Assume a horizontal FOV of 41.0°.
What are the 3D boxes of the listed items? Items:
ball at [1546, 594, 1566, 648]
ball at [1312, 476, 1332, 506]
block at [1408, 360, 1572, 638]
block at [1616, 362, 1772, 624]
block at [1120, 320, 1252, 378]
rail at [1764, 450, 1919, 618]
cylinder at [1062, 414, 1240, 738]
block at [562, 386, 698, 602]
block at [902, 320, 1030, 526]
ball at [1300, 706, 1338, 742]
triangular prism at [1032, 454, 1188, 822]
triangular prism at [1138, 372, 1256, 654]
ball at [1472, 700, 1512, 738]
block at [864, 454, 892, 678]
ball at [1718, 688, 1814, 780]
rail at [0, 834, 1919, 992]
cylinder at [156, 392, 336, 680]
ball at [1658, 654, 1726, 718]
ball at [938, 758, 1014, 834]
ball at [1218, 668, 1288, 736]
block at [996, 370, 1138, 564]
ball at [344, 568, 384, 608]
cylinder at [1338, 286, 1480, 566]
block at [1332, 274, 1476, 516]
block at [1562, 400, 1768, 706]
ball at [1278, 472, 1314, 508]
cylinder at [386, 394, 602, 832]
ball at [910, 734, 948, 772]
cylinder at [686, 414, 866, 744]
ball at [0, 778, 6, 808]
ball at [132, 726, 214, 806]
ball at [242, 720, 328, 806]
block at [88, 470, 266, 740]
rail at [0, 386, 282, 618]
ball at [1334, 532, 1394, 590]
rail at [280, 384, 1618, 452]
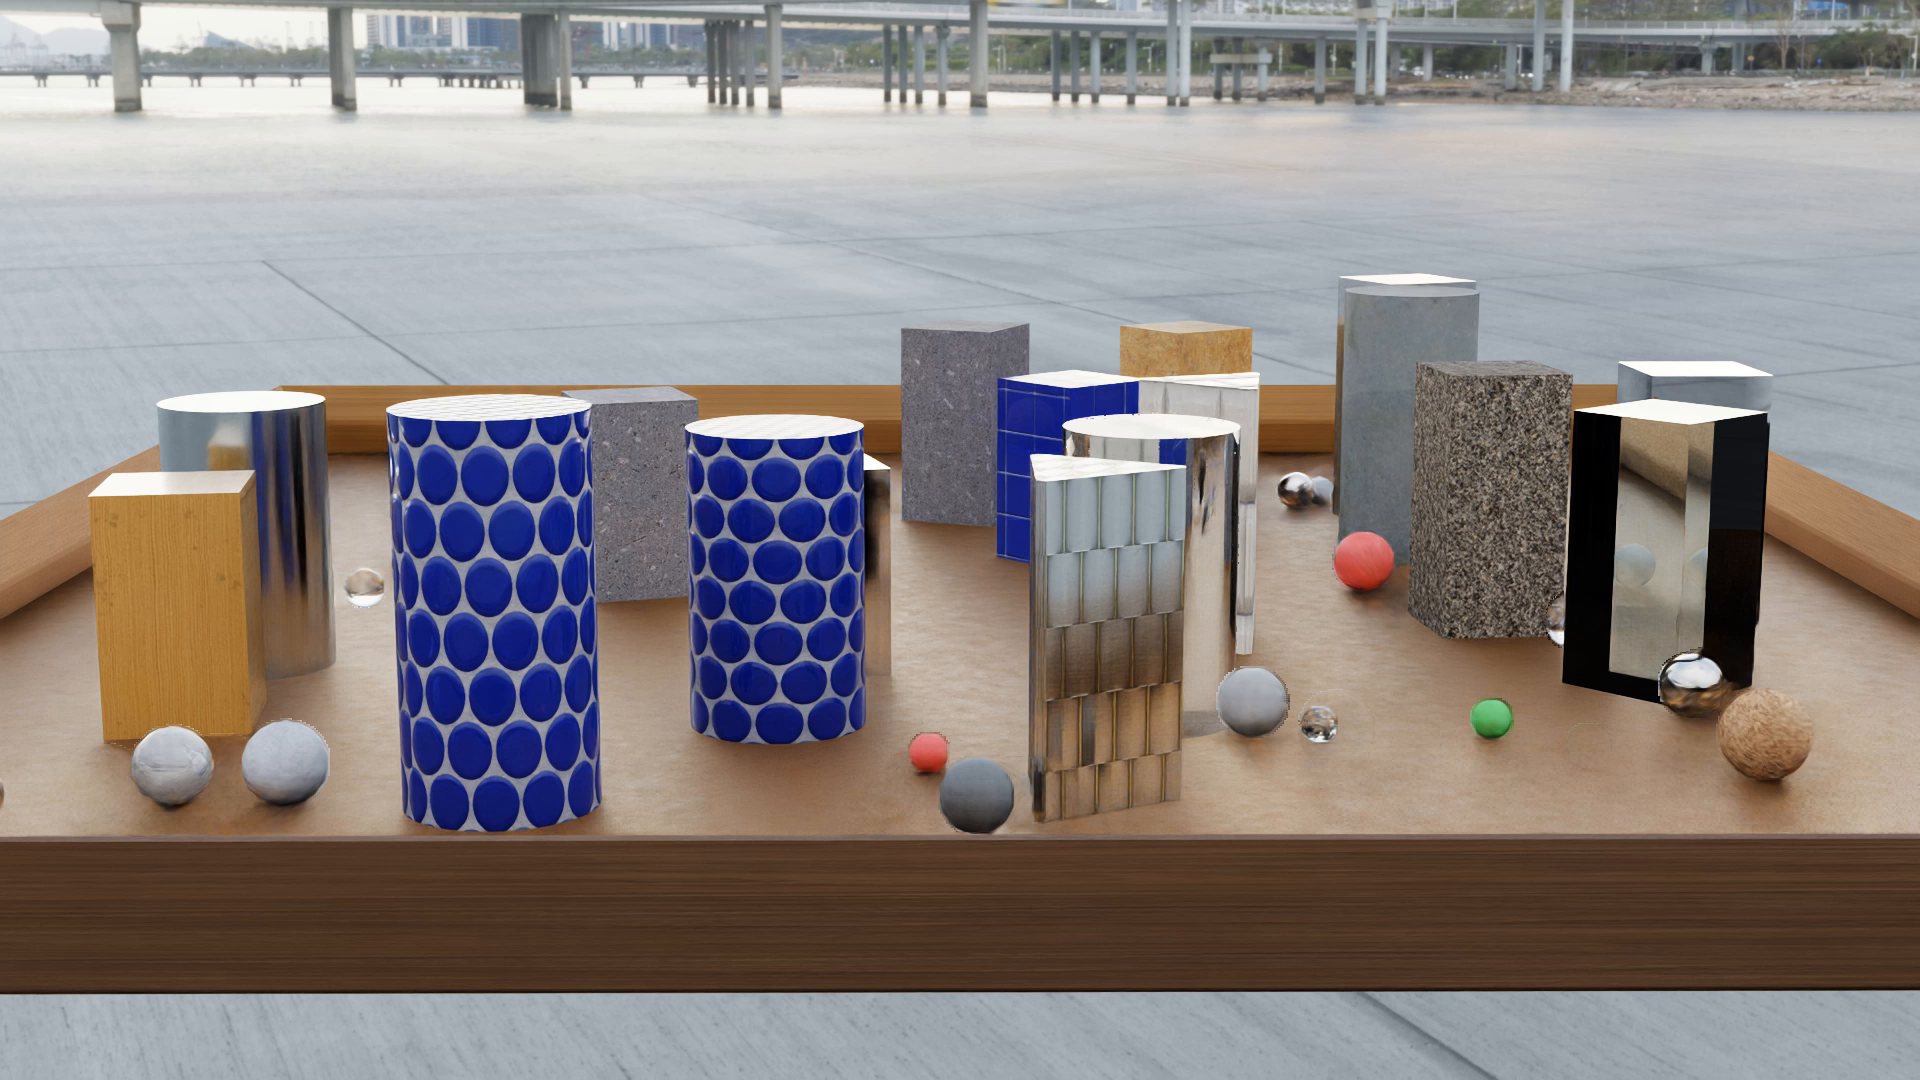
[{"bbox_3d":[0.774,0.102,3.235,0.071,0.071,0.071,0,11,0],"label":"ball"},{"bbox_3d":[0.602,-0.082,4.287,0.048,0.048,0.048,0,11,0],"label":"ball"},{"bbox_3d":[0.690,-0.056,3.351,0.157,0.339,0.157,-1,11,-7],"label":"block"},{"bbox_3d":[0.972,-0.065,3.426,0.157,0.330,0.157,0,11,-2],"label":"block"},{"bbox_3d":[0.379,-0.214,4.333,0.157,0.293,0.157,-7,13,-34],"label":"block"},{"bbox_3d":[1.255,0.032,3.456,0.045,0.128,2.890,0,11,0],"label":"rail"},{"bbox_3d":[0.212,0.037,2.868,0.196,0.332,0.196,0,11,0],"label":"cylinder"},{"bbox_3d":[-0.460,-0.066,3.588,0.157,0.274,0.157,-4,11,-20],"label":"block"},{"bbox_3d":[0.009,-0.193,4.168,0.157,0.311,0.157,5,11,24],"label":"block"},{"bbox_3d":[0.391,0.200,2.791,0.041,0.041,0.041,0,11,0],"label":"ball"},{"bbox_3d":[0.112,0.090,2.570,0.170,0.337,0.147,-6,12,-30],"label":"triangular prism"},{"bbox_3d":[0.338,-0.041,3.288,0.170,0.334,0.147,8,13,37],"label":"triangular prism"},{"bbox_3d":[0.582,0.196,2.808,0.043,0.043,0.043,0,11,0],"label":"ball"},{"bbox_3d":[-0.181,0.030,3.128,0.157,0.253,0.157,-3,11,-16],"label":"block"},{"bbox_3d":[0.830,0.200,2.643,0.094,0.094,0.094,0,11,0],"label":"ball"},{"bbox_3d":[0.008,0.292,2.051,2.557,0.128,0.045,0,11,0],"label":"rail"},{"bbox_3d":[-0.869,-0.008,3.134,0.196,0.325,0.196,0,11,0],"label":"cylinder"},{"bbox_3d":[0.827,0.164,2.896,0.073,0.073,0.073,0,11,0],"label":"ball"},{"bbox_3d":[0.016,0.245,2.459,0.073,0.073,0.073,0,11,0],"label":"ball"},{"bbox_3d":[0.321,0.177,2.812,0.076,0.076,0.076,0,11,0],"label":"ball"},{"bbox_3d":[0.166,-0.106,3.815,0.157,0.269,0.157,-9,14,-40],"label":"block"},{"bbox_3d":[-0.809,0.065,3.486,0.053,0.053,0.053,0,11,0],"label":"ball"},{"bbox_3d":[0.670,-0.174,3.836,0.196,0.396,0.196,0,11,0],"label":"cylinder"},{"bbox_3d":[0.714,-0.226,4.135,0.157,0.389,0.157,-4,11,-22],"label":"block"},{"bbox_3d":[0.829,0.011,3.024,0.157,0.328,0.157,-9,14,-40],"label":"block"},{"bbox_3d":[0.558,-0.082,4.256,0.061,0.061,0.061,0,11,0],"label":"ball"},{"bbox_3d":[-0.457,0.067,2.528,0.196,0.398,0.196,0,11,0],"label":"cylinder"},{"bbox_3d":[-0.032,0.222,2.672,0.041,0.041,0.041,0,11,0],"label":"ball"},{"bbox_3d":[-0.204,0.039,2.851,0.196,0.334,0.196,0,11,0],"label":"cylinder"},{"bbox_3d":[-0.959,0.247,2.498,0.055,0.055,0.055,0,11,0],"label":"ball"},{"bbox_3d":[-0.784,0.225,2.554,0.078,0.078,0.078,0,11,0],"label":"ball"},{"bbox_3d":[-0.672,0.222,2.554,0.084,0.084,0.084,0,11,0],"label":"ball"},{"bbox_3d":[-0.870,0.069,2.866,0.157,0.270,0.157,-2,11,-9],"label":"block"},{"bbox_3d":[-1.255,0.034,3.442,0.045,0.128,2.890,0,11,0],"label":"rail"},{"bbox_3d":[0.566,0.030,3.593,0.084,0.084,0.084,0,11,0],"label":"ball"},{"bbox_3d":[-0.008,-0.226,4.846,2.557,0.128,0.045,0,11,0],"label":"rail"}]
